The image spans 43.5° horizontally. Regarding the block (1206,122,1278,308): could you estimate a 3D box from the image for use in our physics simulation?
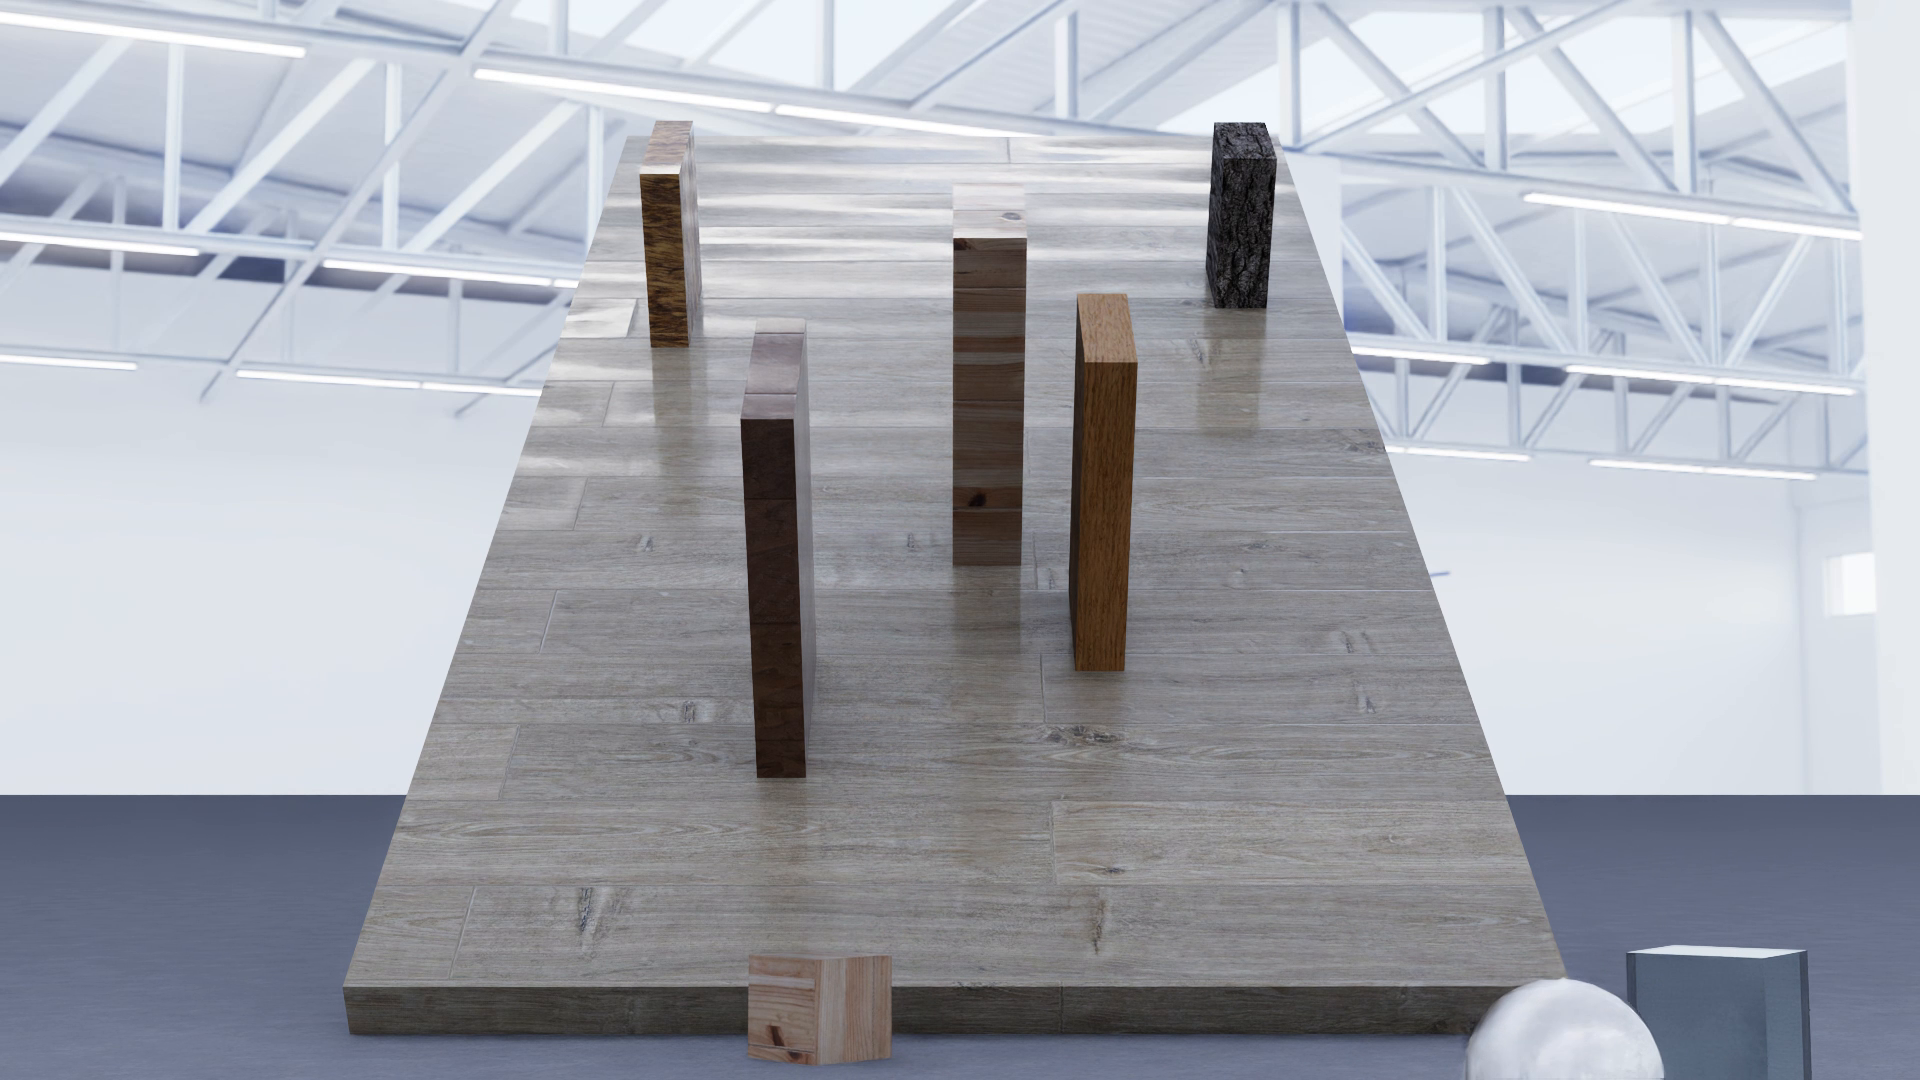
[{"bbox_3d":[0.732,-0.850,6.294,0.134,0.412,0.270,0,29,0],"label":"block"}]

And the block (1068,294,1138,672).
[{"bbox_3d":[0.276,-0.111,4.721,0.097,0.672,0.314,0,29,0],"label":"block"}]

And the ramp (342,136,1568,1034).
[{"bbox_3d":[-0.013,-0.214,5.684,2.000,0.100,4.000,0,29,0],"label":"ramp"}]

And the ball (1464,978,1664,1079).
[{"bbox_3d":[0.631,0.563,2.522,0.204,0.204,0.204,0,-6,0],"label":"ball"}]

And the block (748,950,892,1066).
[{"bbox_3d":[-0.211,0.702,3.626,0.153,0.153,0.153,6,-8,-44],"label":"block"}]

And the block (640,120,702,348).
[{"bbox_3d":[-0.730,-0.779,6.108,0.096,0.462,0.379,0,29,0],"label":"block"}]

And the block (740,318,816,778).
[{"bbox_3d":[-0.328,0.015,4.427,0.090,0.737,0.414,0,29,0],"label":"block"}]

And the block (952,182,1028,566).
[{"bbox_3d":[0.058,-0.344,5.057,0.146,0.746,0.299,0,29,0],"label":"block"}]

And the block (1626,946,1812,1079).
[{"bbox_3d":[1.021,0.646,3.236,0.184,0.184,0.184,-4,-7,36],"label":"block"}]
